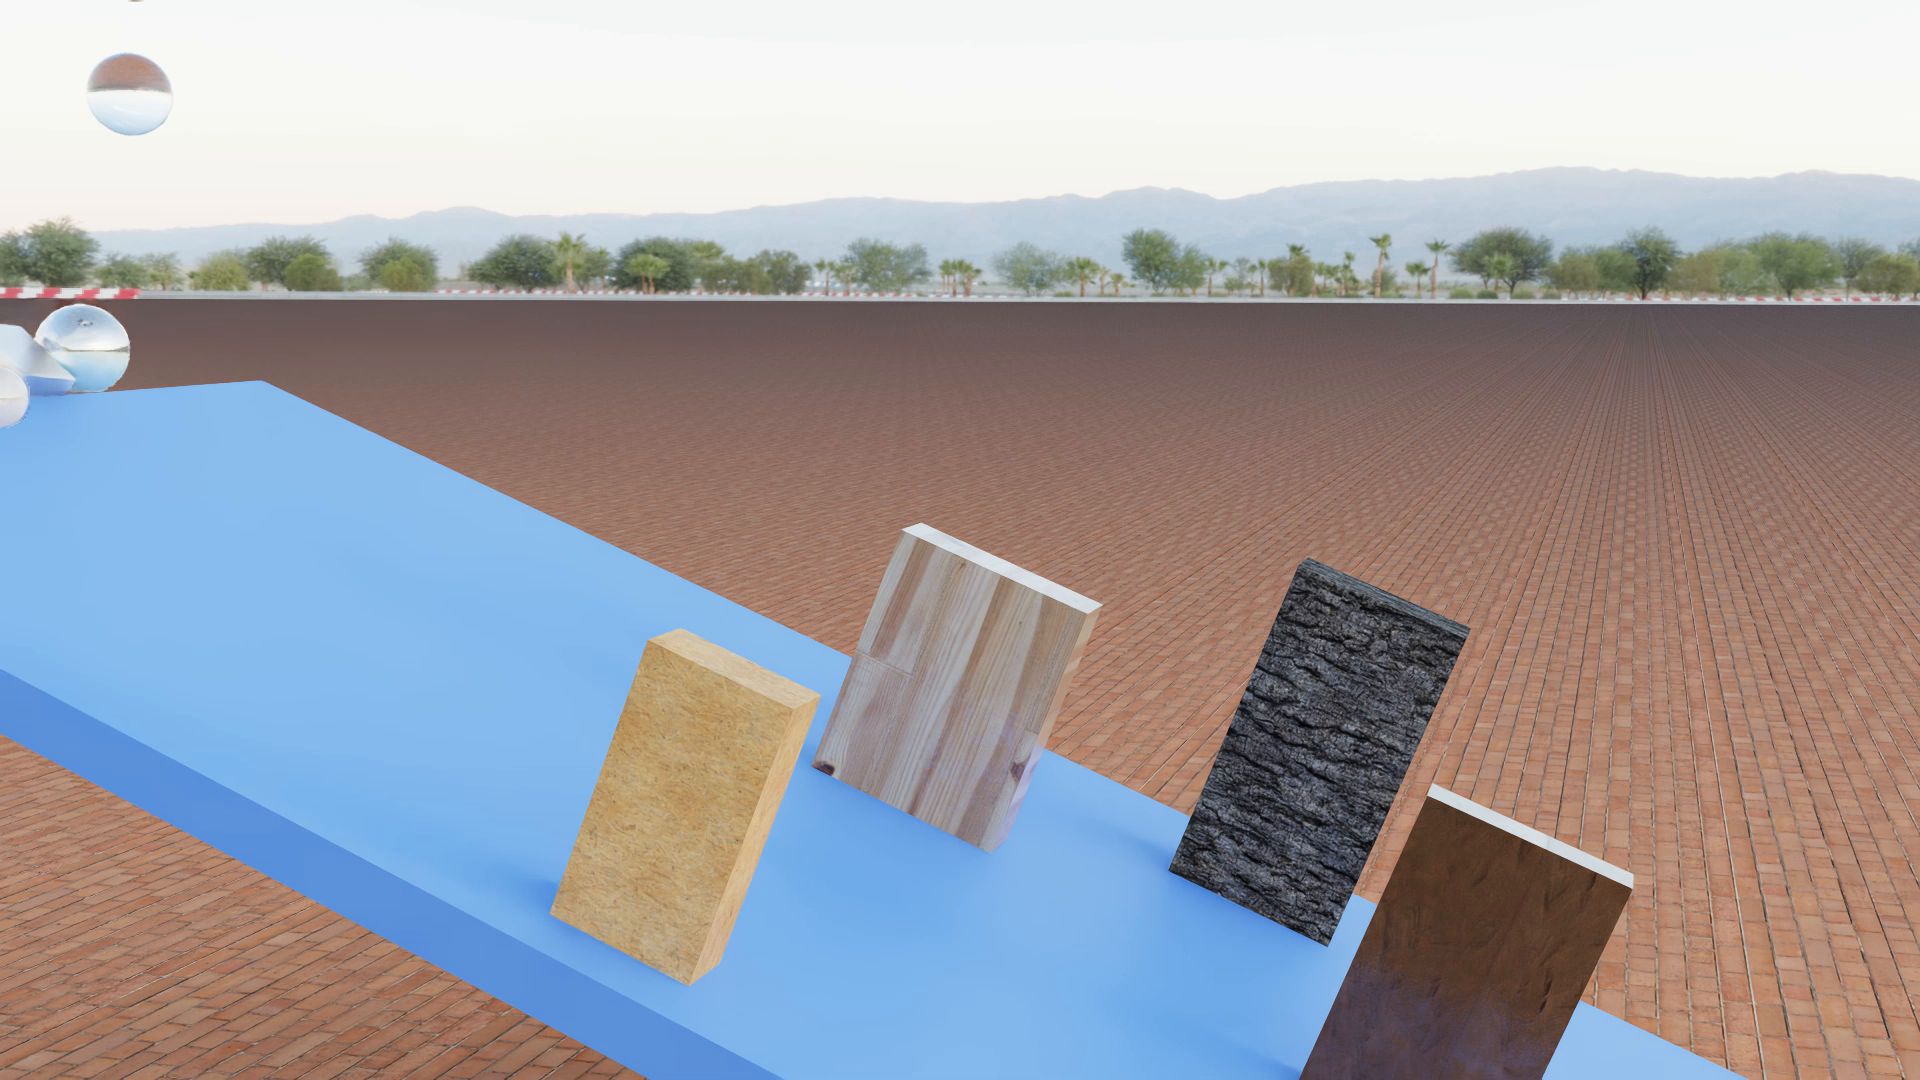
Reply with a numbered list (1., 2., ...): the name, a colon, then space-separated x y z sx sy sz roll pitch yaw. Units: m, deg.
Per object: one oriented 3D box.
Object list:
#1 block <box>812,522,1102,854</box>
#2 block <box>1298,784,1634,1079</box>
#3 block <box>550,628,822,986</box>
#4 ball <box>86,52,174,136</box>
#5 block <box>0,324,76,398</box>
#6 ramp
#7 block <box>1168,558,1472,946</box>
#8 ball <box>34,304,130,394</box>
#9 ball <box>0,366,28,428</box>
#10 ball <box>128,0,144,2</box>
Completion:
1. block: -0.009 0.290 4.360 0.403 0.521 0.124 24 13 13
2. block: 0.846 0.750 3.716 0.356 0.572 0.090 24 13 13
3. block: -0.419 0.404 3.347 0.248 0.468 0.118 24 13 13
4. ball: -1.791 -0.962 4.745 0.177 0.177 0.177 0 7 0
5. block: -2.108 -0.347 4.822 0.182 0.182 0.182 42 8 9
6. ramp: -0.311 0.554 4.197 4.000 0.100 2.000 24 13 13
7. block: 0.740 0.436 4.547 0.361 0.704 0.139 24 13 13
8. ball: -1.994 -0.431 4.994 0.206 0.206 0.206 0 7 0
9. ball: -1.841 -0.272 4.193 0.119 0.119 0.119 0 7 0
10. ball: -1.771 -1.247 4.702 0.187 0.187 0.187 0 7 0
